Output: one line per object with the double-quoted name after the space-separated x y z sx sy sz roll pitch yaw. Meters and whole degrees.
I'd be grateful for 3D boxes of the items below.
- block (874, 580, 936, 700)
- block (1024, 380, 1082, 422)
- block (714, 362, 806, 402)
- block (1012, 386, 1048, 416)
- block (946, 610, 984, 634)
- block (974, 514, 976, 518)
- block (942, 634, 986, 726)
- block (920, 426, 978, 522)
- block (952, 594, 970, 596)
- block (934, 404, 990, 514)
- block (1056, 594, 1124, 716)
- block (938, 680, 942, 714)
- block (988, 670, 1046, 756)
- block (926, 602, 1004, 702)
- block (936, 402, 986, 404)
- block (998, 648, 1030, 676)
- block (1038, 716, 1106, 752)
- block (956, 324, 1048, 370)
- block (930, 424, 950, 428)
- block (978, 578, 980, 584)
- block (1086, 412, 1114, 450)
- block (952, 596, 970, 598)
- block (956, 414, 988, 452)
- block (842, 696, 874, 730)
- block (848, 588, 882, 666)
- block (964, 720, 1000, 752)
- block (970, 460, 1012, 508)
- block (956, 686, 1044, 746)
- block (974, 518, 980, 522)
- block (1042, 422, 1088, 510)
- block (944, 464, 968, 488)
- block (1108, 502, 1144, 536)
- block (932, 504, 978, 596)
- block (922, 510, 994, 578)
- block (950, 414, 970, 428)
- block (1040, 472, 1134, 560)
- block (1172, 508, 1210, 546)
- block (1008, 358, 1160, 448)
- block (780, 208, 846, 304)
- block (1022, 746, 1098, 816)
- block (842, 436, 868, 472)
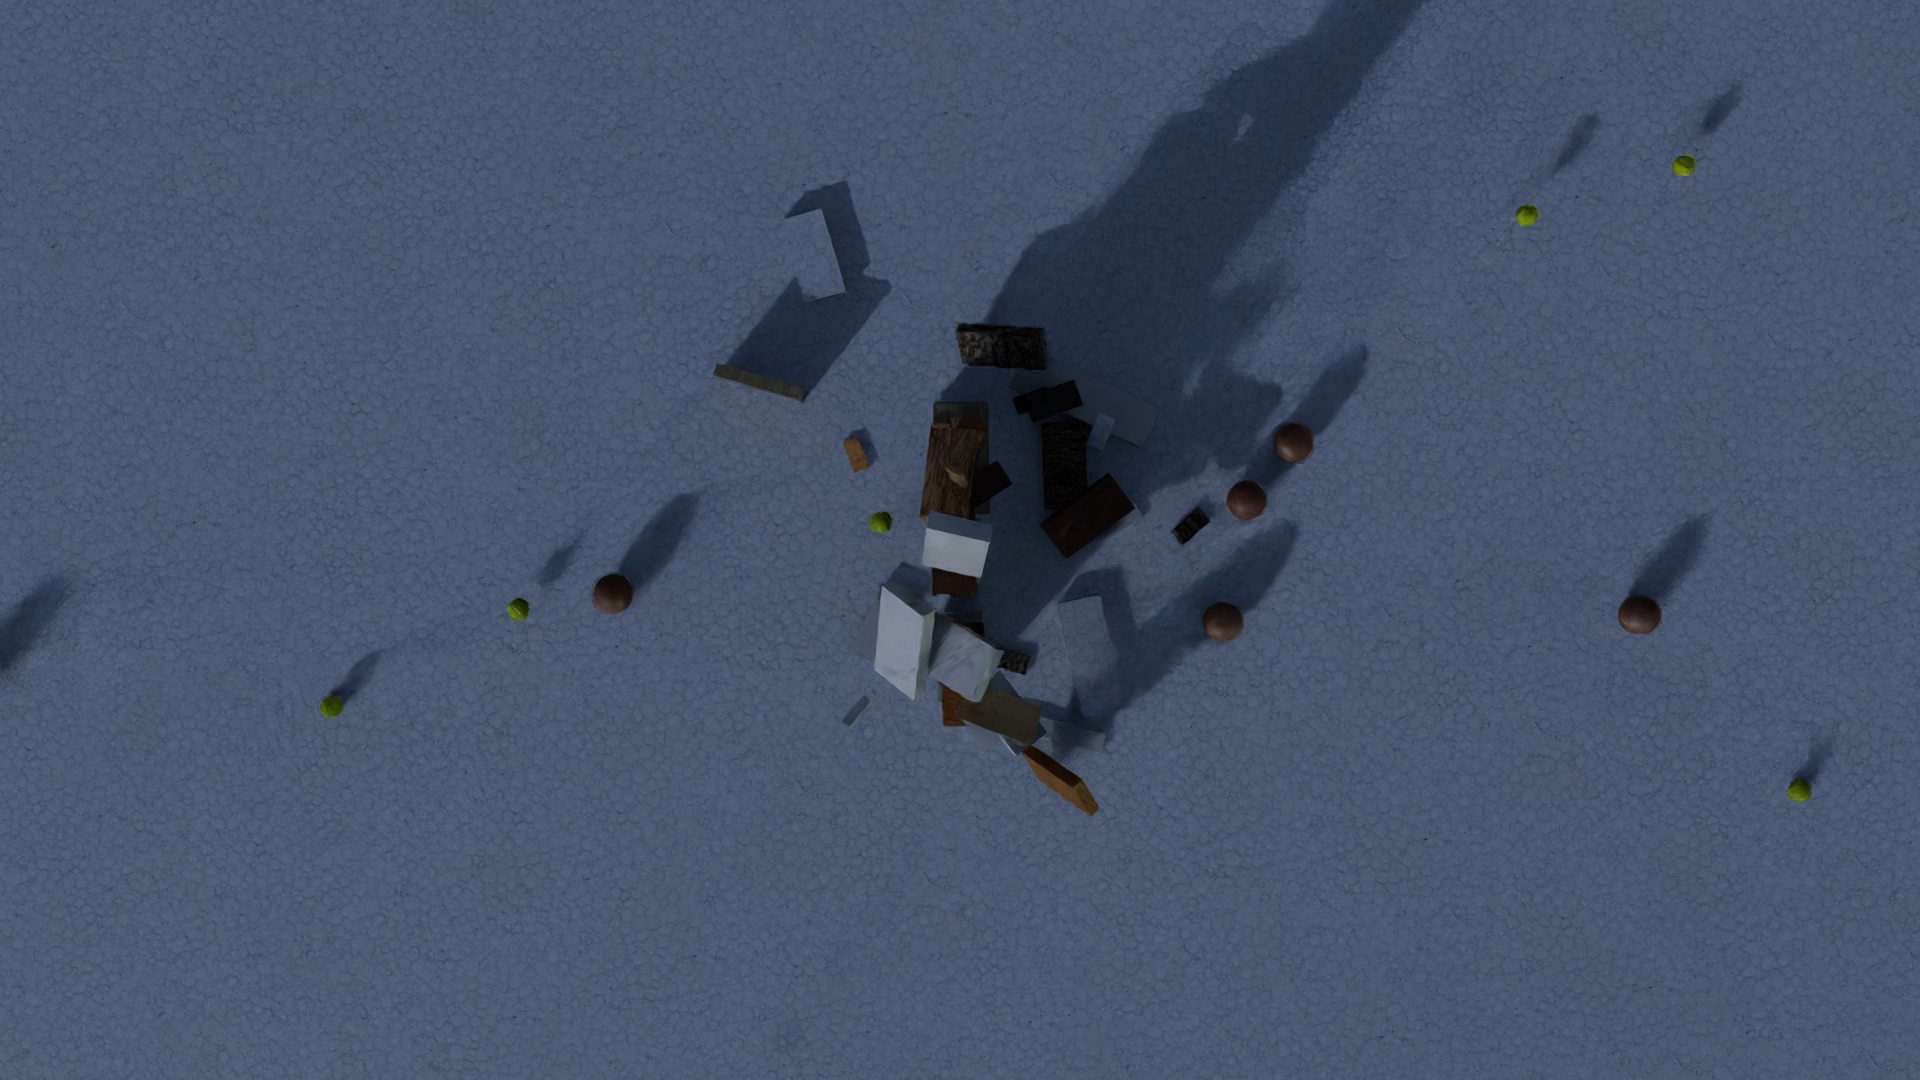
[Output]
-0.172 0.310 5.083 0.180 0.359 0.051 35 48 30 "block"
0.307 -0.457 5.431 0.176 0.025 0.088 -20 90 -11 "block"
-0.658 -0.516 5.428 0.286 0.143 0.041 16 90 0 "block"
0.238 -0.460 5.451 0.118 0.017 0.059 -20 90 0 "block"
0.003 0.273 5.356 0.143 0.285 0.040 -5 95 0 "block"
-0.004 -0.025 5.260 0.112 0.032 0.223 -2 90 0 "block"
0.014 0.441 5.195 0.143 0.040 0.285 -2 90 0 "block"
-0.032 -0.195 4.967 0.142 0.040 0.315 4 60 4 "block"
0.000 0.123 5.370 0.060 0.017 0.121 -2 89 1 "block"
0.005 -0.251 5.130 0.171 0.049 0.343 -1 90 0 "block"
0.433 0.382 5.480 0.143 0.041 0.384 -12 90 0 "block"
0.001 0.489 5.357 0.143 0.285 0.040 0 107 0 "block"
0.148 0.541 5.148 0.122 0.035 0.244 -36 87 -13 "block"
-0.044 0.340 5.122 0.359 0.051 0.180 30 98 34 "block"
0.004 -0.400 5.327 0.171 0.343 0.049 0 102 0 "block"
0.165 0.402 5.491 0.127 0.018 0.063 16 90 0 "block"
0.258 0.617 5.491 0.453 0.018 0.063 15 90 0 "block"
0.139 -0.631 5.392 0.286 0.143 0.041 6 49 18 "block"
-0.061 -0.300 5.097 0.059 0.017 0.118 0 90 0 "block"
-0.006 0.110 5.168 0.134 0.385 0.038 -3 92 1 "block"
0.466 -0.358 5.456 0.060 0.017 0.120 21 126 3 "block"
0.005 0.172 5.439 0.060 0.121 0.017 1 79 0 "block"
0.012 -0.291 5.077 0.088 0.025 0.176 26 90 0 "block"
-0.317 0.535 5.118 0.107 0.054 0.015 -49 121 -13 "block"
-0.261 0.289 5.483 0.122 0.035 0.244 27 90 0 "block"
0.066 0.595 5.163 0.063 0.018 0.127 -32 89 1 "block"
0.064 -0.162 5.093 0.176 0.025 0.088 -33 90 0 "block"
0.122 0.534 5.102 0.244 0.035 0.122 21 80 0 "block"
-0.003 -0.050 5.109 0.134 0.268 0.038 2 91 1 "block"
0.348 -0.247 5.480 0.142 0.040 0.284 -2 90 0 "block"
-0.010 -0.189 4.874 0.054 0.107 0.015 31 79 18 "block"
0.543 -0.071 5.492 0.120 0.017 0.060 -31 90 0 "block"
-0.019 0.028 4.956 0.134 0.038 0.268 -2 90 1 "block"
-0.010 0.017 4.737 0.180 0.402 0.051 13 74 1 "block"
0.009 -0.325 5.097 0.059 0.017 0.118 -9 90 0 "block"
0.421 -0.079 5.447 0.284 0.040 0.142 -37 106 6 "block"
0.768 -0.046 5.492 0.122 0.017 0.060 -42 90 0 "block"
0.412 -0.472 5.480 0.487 0.041 0.143 25 90 0 "block"
-0.486 -0.942 5.480 0.143 0.041 0.286 -17 90 0 "block"
0.323 0.775 5.341 0.041 0.286 0.143 -41 125 -15 "block"
-0.346 -0.284 5.492 0.054 0.015 0.107 -21 90 0 "block"
